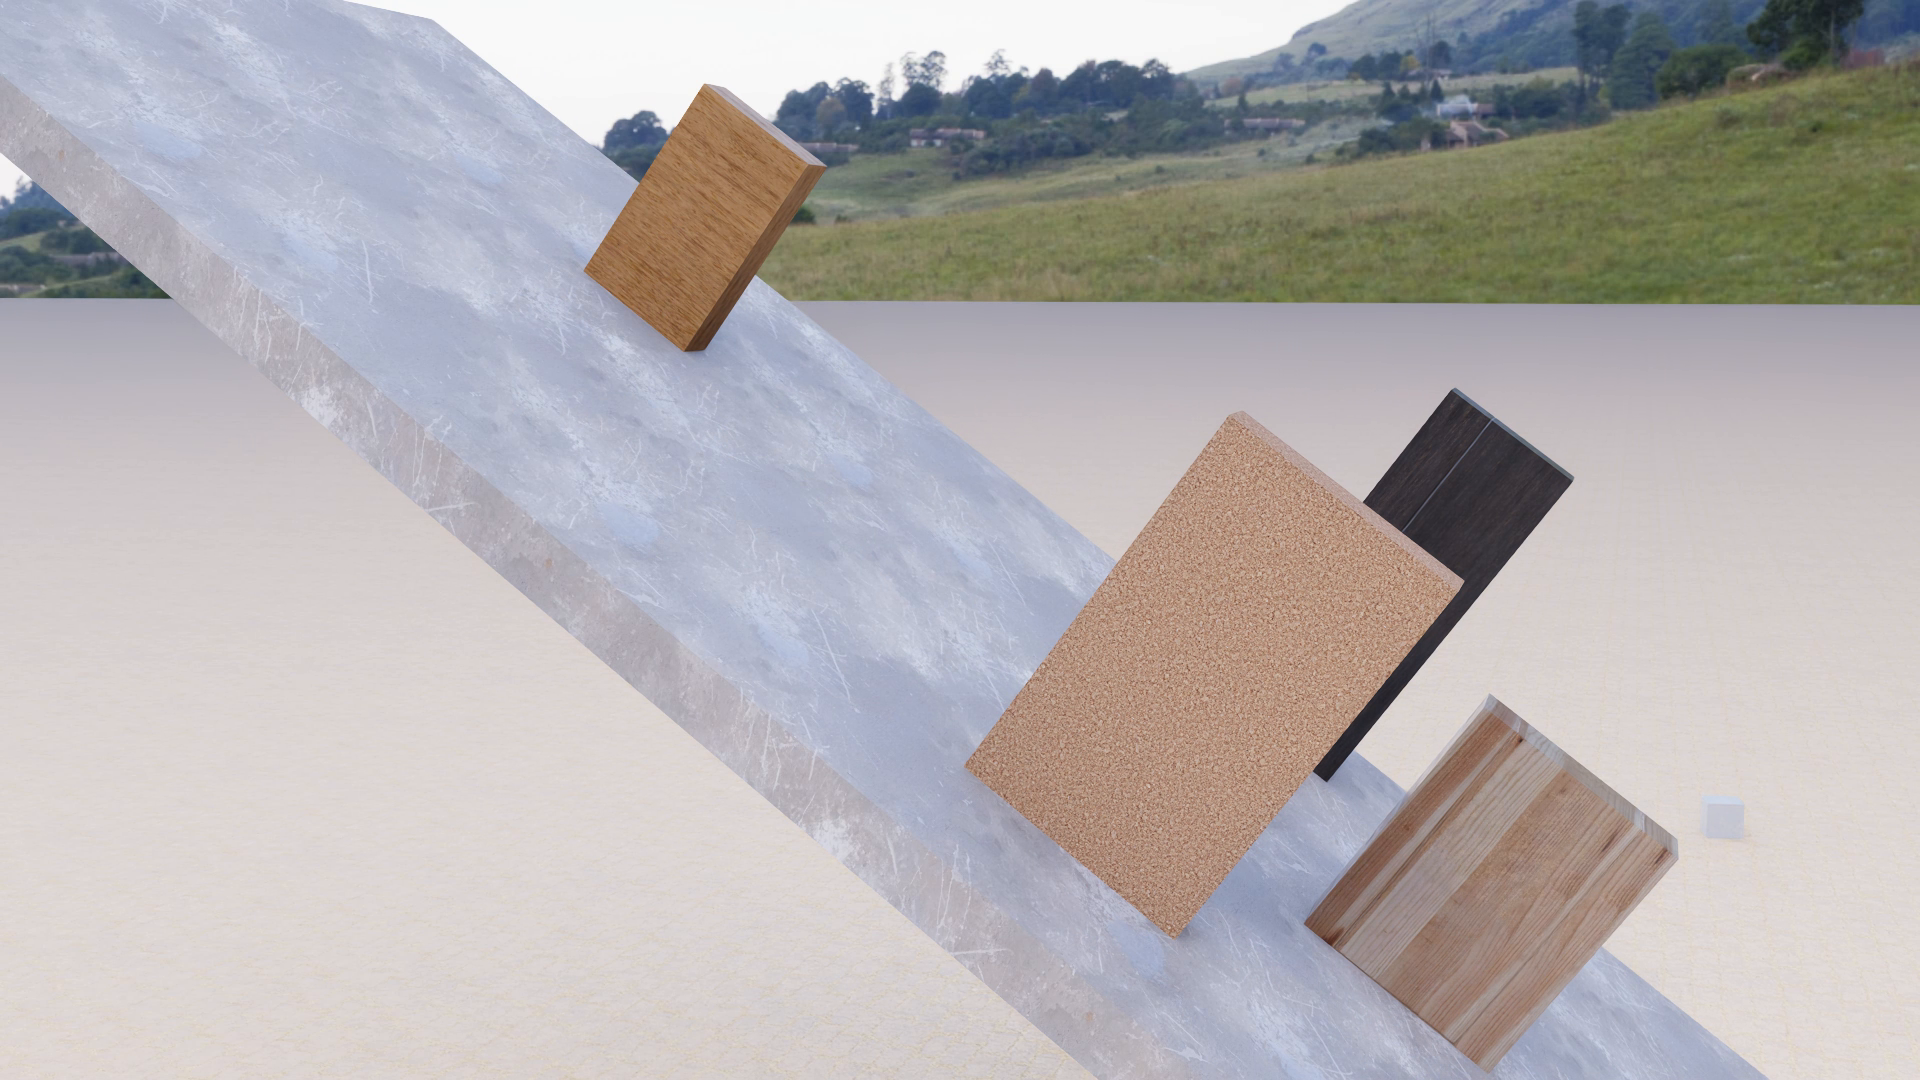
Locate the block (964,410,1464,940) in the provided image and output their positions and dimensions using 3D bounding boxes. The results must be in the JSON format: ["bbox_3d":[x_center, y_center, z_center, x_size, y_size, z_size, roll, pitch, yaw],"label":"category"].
[{"bbox_3d":[0.374,0.204,3.309,0.413,0.681,0.114,39,16,9],"label":"block"}]

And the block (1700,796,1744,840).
[{"bbox_3d":[2.524,0.917,7.283,0.116,0.116,0.116,1,7,8],"label":"block"}]

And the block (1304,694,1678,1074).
[{"bbox_3d":[0.887,0.574,3.688,0.387,0.484,0.131,39,16,9],"label":"block"}]

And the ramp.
[{"bbox_3d":[-0.063,0.125,4.069,4.000,0.100,2.000,39,16,9],"label":"ramp"}]

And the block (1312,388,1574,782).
[{"bbox_3d":[0.879,0.095,4.491,0.297,0.789,0.103,39,16,9],"label":"block"}]

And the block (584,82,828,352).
[{"bbox_3d":[-0.501,-0.629,4.310,0.265,0.446,0.103,39,16,9],"label":"block"}]
